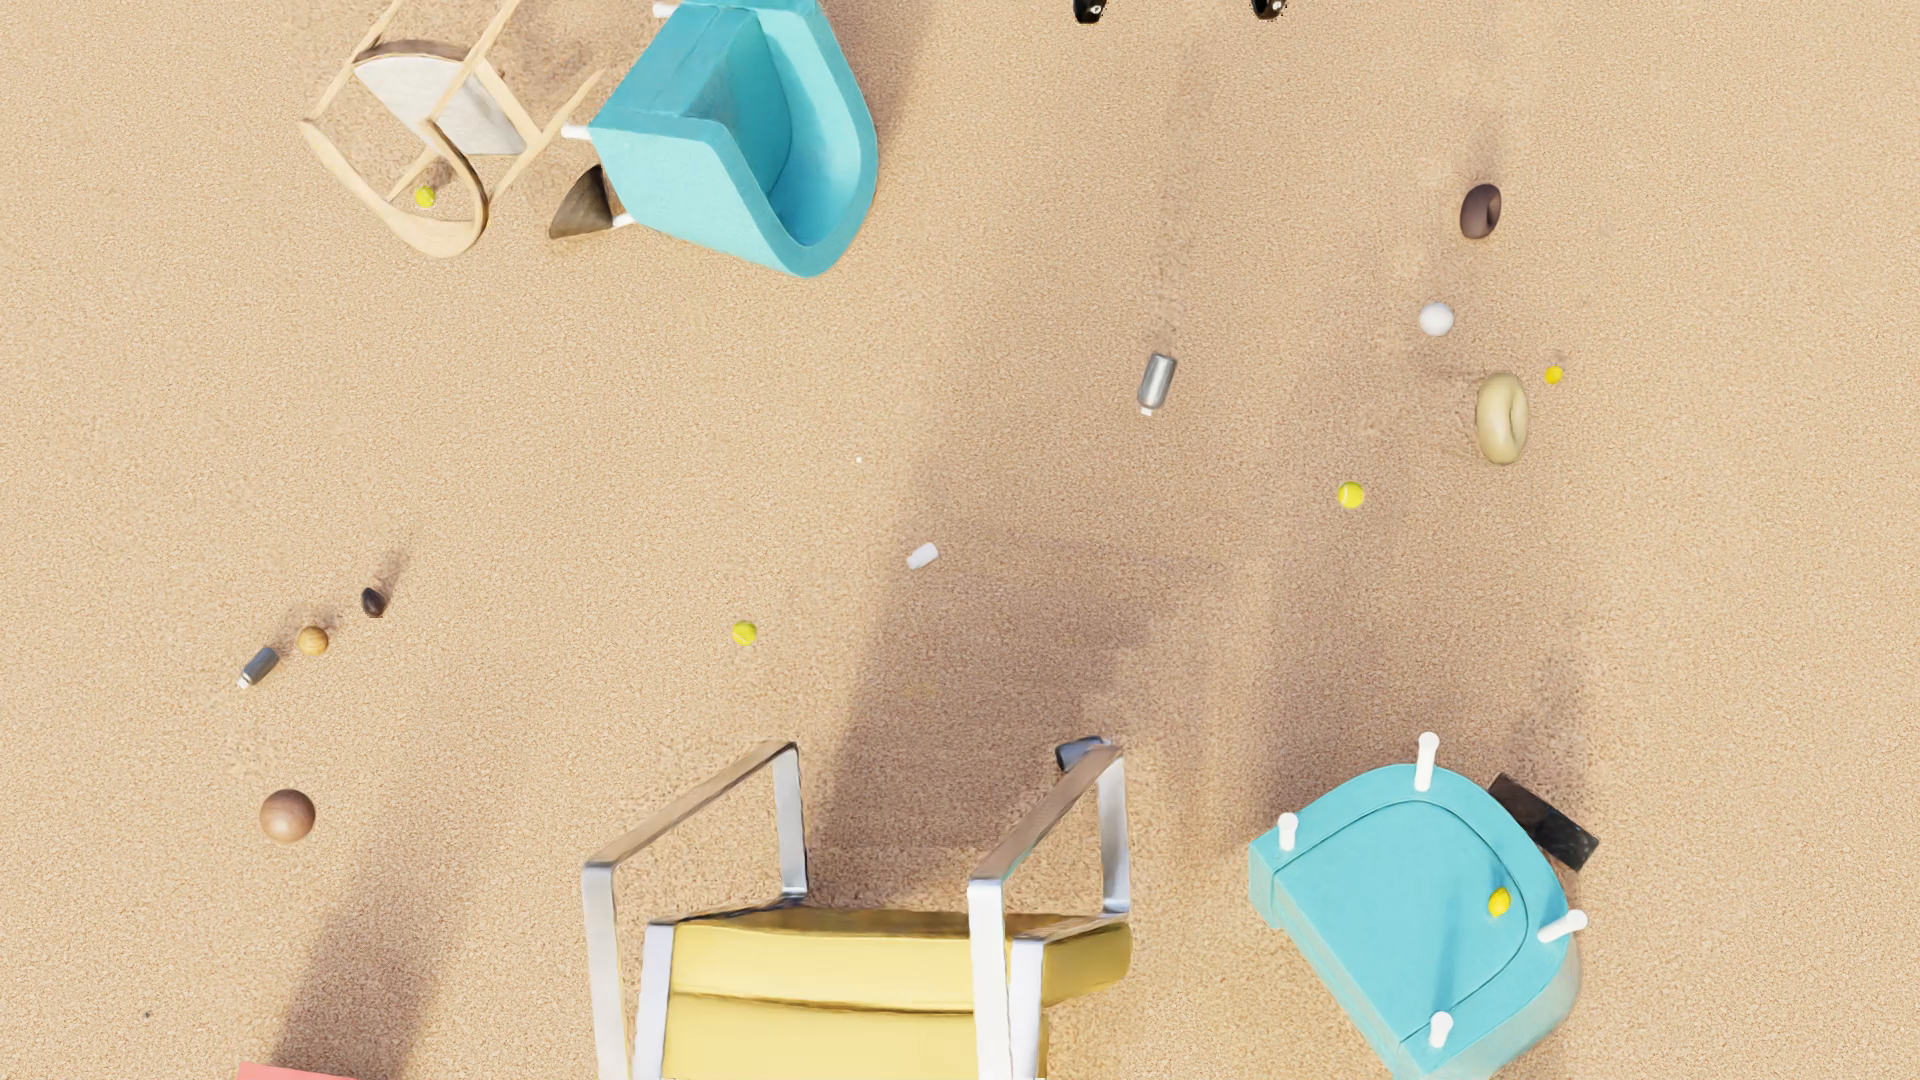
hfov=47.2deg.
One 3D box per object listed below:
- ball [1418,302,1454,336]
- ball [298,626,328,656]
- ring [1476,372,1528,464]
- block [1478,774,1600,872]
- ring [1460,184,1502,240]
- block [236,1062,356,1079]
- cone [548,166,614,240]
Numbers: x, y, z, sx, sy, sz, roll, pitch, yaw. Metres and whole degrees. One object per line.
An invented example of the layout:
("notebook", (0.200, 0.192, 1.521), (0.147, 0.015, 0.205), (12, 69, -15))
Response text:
("ball", (1.512, -0.701, 6.979), (0.109, 0.109, 0.109), (0, 56, 0))
("ball", (-1.862, 0.289, 6.329), (0.085, 0.085, 0.085), (0, 56, 0))
("ring", (1.648, -0.370, 6.691), (0.105, 0.204, 0.283), (-1, 92, 37))
("block", (1.515, 0.739, 5.764), (0.181, 0.278, 0.100), (35, 92, -18))
("ring", (1.710, -1.080, 7.224), (0.095, 0.123, 0.210), (1, 58, 40))
("block", (-1.649, 1.492, 5.484), (0.355, 0.148, 0.291), (7, 56, 5))
("cone", (-1.190, -1.059, 7.166), (0.156, 0.226, 0.291), (34, 84, 6))
